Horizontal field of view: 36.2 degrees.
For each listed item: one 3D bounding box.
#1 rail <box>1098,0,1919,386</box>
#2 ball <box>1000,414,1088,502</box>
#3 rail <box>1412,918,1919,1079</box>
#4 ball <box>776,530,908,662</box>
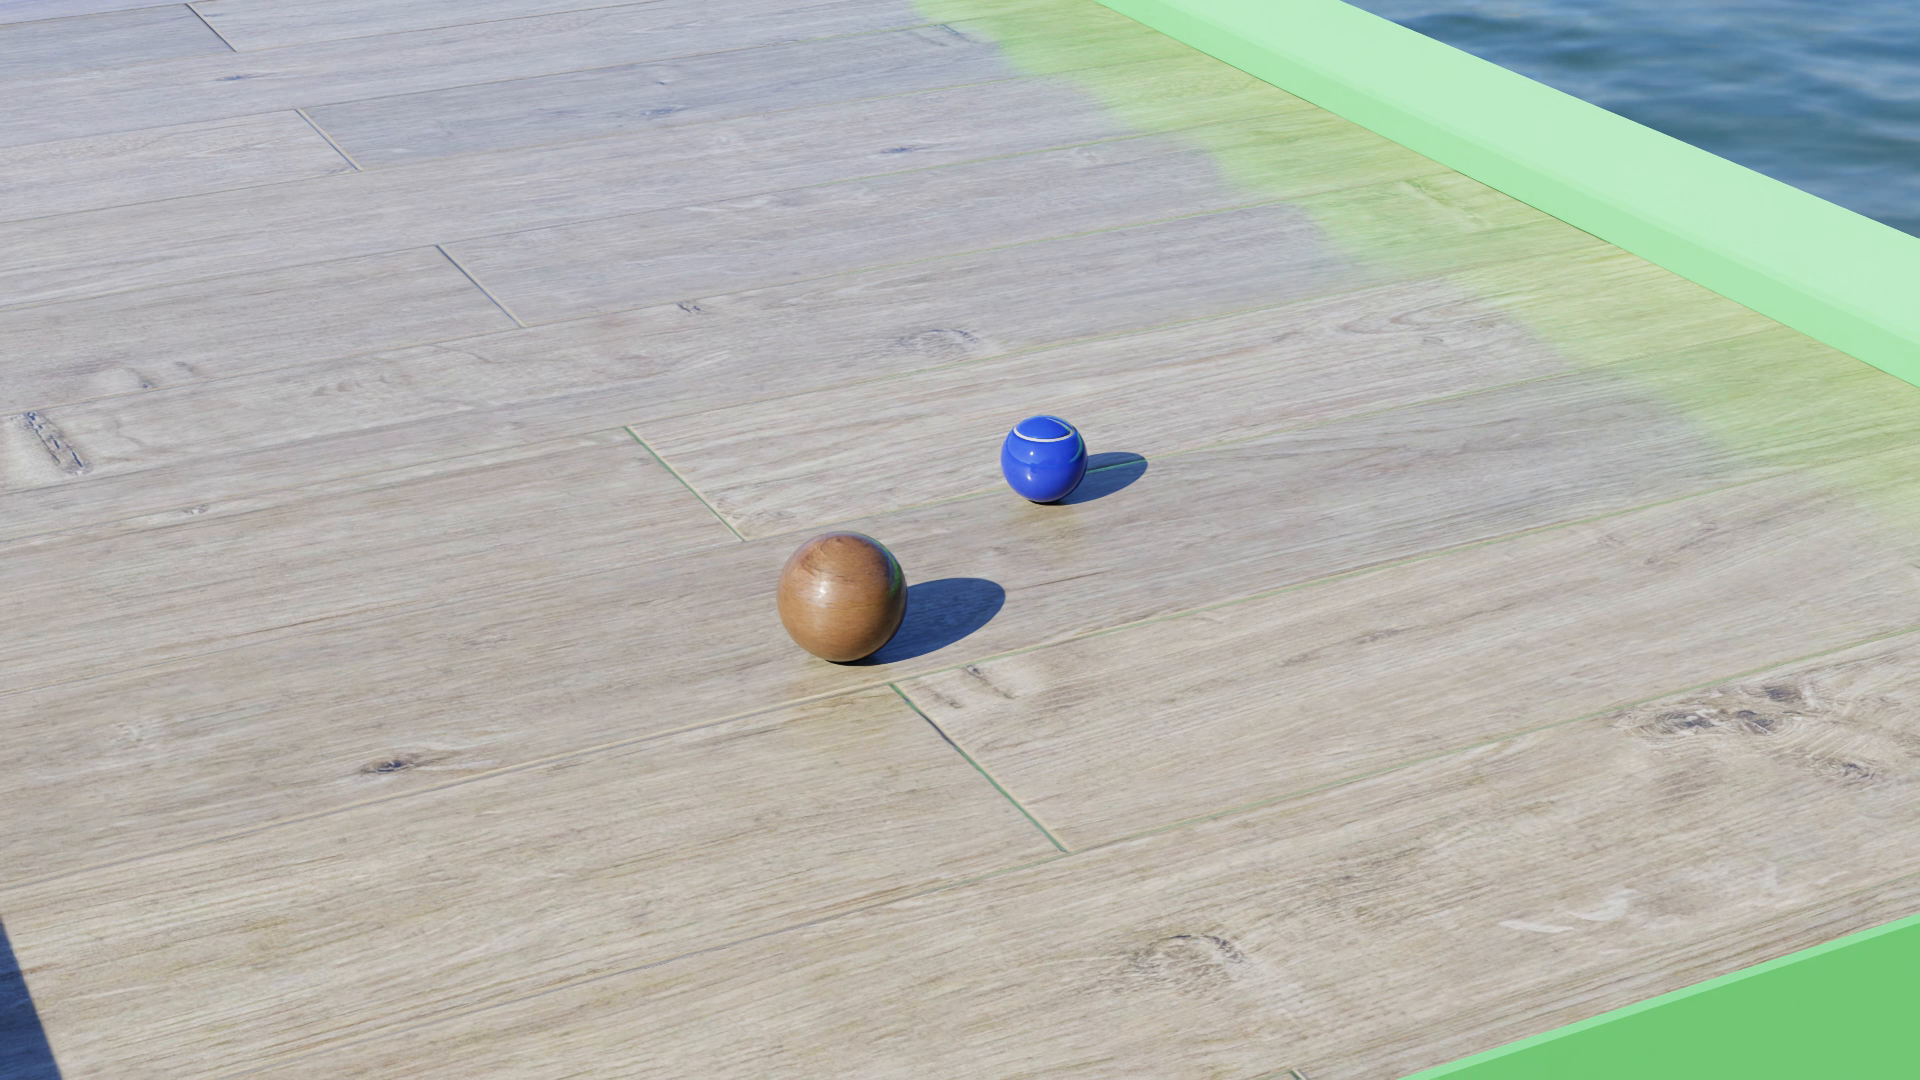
[{"bbox_3d":[0.415,-0.489,3.095,0.045,0.122,3.178,-12,28,-24],"label":"rail"},{"bbox_3d":[0.064,-0.062,2.244,0.067,0.067,0.067,0,25,0],"label":"ball"},{"bbox_3d":[0.347,0.265,1.475,1.779,0.122,0.045,-12,28,-24],"label":"rail"},{"bbox_3d":[-0.080,0.038,2.002,0.090,0.090,0.090,0,25,0],"label":"ball"}]
